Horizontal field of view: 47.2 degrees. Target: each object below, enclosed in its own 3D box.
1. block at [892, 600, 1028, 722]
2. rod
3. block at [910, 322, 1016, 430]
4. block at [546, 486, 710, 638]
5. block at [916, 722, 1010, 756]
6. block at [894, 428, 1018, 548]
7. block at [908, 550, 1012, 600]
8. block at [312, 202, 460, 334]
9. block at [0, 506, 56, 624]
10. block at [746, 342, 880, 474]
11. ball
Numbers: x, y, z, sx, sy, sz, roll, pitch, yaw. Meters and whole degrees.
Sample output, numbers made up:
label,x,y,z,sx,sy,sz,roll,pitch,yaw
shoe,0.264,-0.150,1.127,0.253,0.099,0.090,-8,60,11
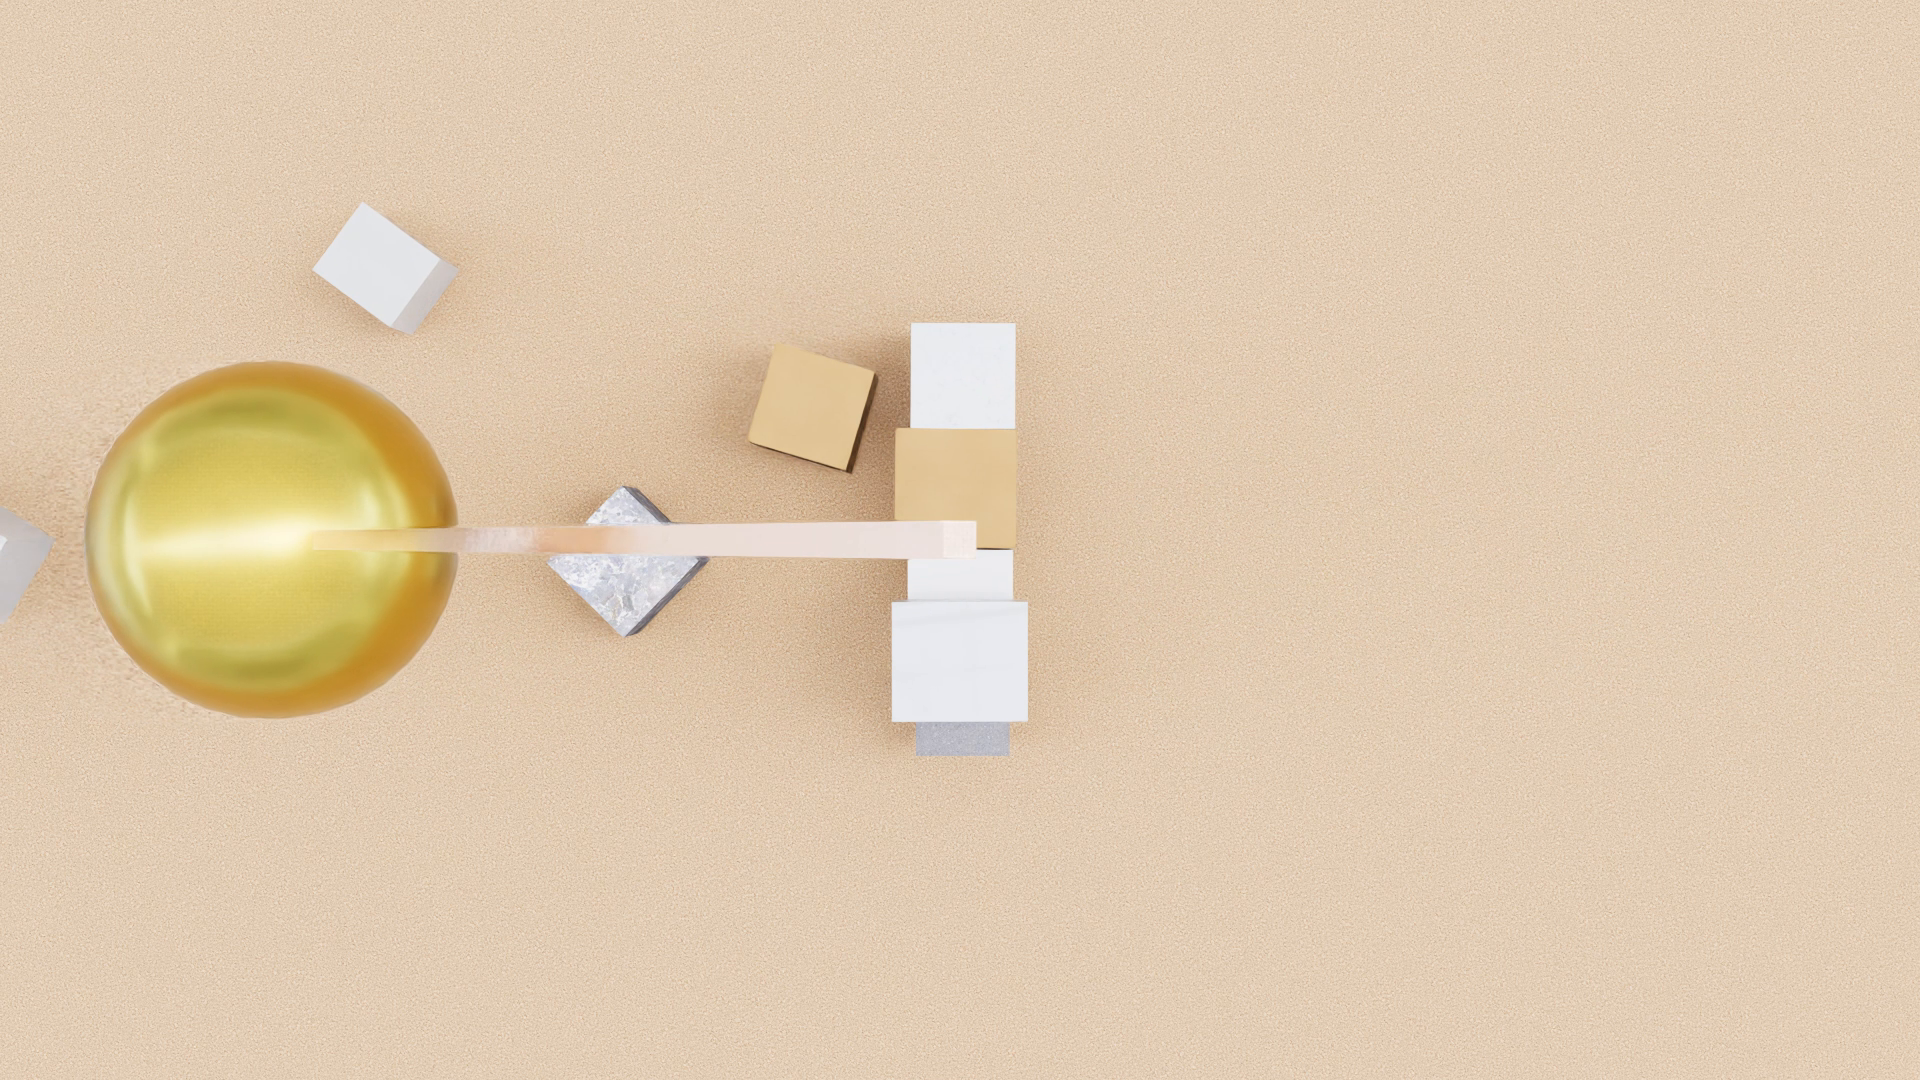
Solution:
label,x,y,z,sx,sy,sz,roll,pitch,yaw
block,-0.001,0.648,12.004,0.722,0.605,0.635,0,90,0
rod,-1.318,0.000,6.860,0.080,5.200,0.080,0,90,-30
block,0.017,-0.923,12.682,0.586,0.636,0.592,0,90,0
block,-1.904,0.121,12.703,0.608,0.594,0.607,44,90,0
block,0.015,0.959,12.705,0.529,0.589,0.518,0,90,0
block,-0.024,-0.290,12.622,0.676,0.757,0.661,1,90,0
block,0.003,0.372,12.653,0.587,0.694,0.635,0,90,0
block,-3.317,-1.567,12.749,0.549,0.502,0.481,36,90,0
block,-5.786,0.069,12.664,0.684,0.671,0.587,31,90,0
block,-0.837,-0.750,12.665,0.580,0.669,0.577,16,90,0
ball,-3.043,0.000,9.790,1.600,1.600,1.600,0,90,0
